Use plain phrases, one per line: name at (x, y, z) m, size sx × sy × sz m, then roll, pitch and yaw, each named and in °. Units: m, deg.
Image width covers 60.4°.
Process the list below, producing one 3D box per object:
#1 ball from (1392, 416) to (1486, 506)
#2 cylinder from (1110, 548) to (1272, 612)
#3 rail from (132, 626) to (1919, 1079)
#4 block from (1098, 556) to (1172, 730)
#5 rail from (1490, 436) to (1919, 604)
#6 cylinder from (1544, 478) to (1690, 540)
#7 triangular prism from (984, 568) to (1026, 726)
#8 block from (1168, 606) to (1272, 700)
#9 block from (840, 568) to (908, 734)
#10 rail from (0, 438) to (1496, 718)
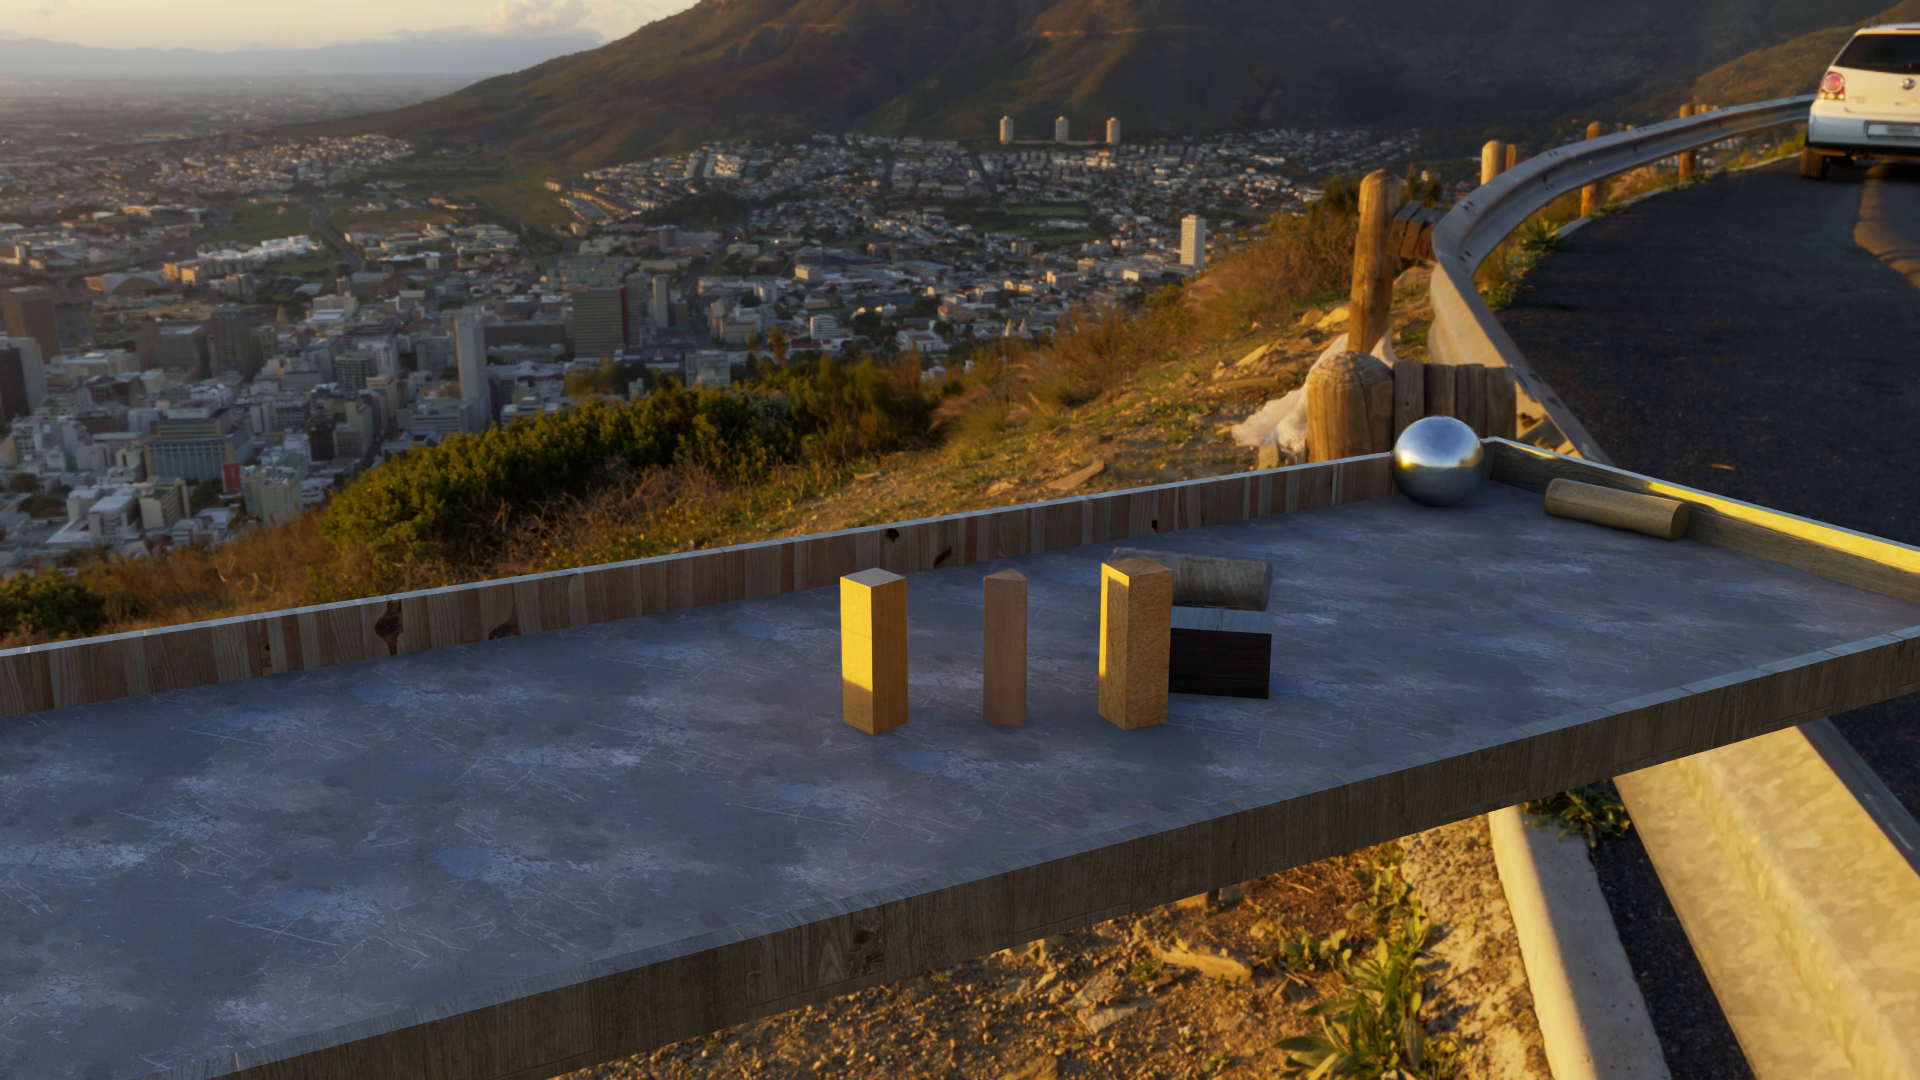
ball at (1.661, -0.276, 5.733) m, size 0.316 × 0.316 × 0.316 m, roll 0°, pitch 16°, yaw 0°
cylinder at (0.658, 0.113, 4.734) m, size 0.447 × 0.135 × 0.135 m, roll 6°, pitch 18°, yaw 20°
rail at (-2.336, 1.006, 1.665) m, size 12.000 × 0.150 × 0.050 m, roll -9°, pitch 18°, yaw -27°
block at (0.410, 0.241, 3.867) m, size 0.118 × 0.376 × 0.118 m, roll -8°, pitch 18°, yaw -25°
rail at (2.466, -0.048, 5.253) m, size 0.050 × 0.150 × 2.100 m, roll -9°, pitch 18°, yaw -27°
cylinder at (2.179, -0.105, 5.489) m, size 0.127 × 0.127 × 0.443 m, roll -14°, pitch 22°, yaw -40°
triangular prism at (0.114, 0.249, 3.870) m, size 0.101 × 0.358 × 0.087 m, roll 4°, pitch 17°, yaw 14°
block at (0.594, 0.275, 4.118) m, size 0.356 × 0.169 × 0.169 m, roll 3°, pitch 17°, yaw 10°
block at (-0.199, 0.258, 3.841) m, size 0.108 × 0.359 × 0.108 m, roll -15°, pitch 22°, yaw -41°
rail at (-3.305, 0.497, 3.399) m, size 12.000 × 0.150 × 0.050 m, roll -9°, pitch 18°, yaw -27°
